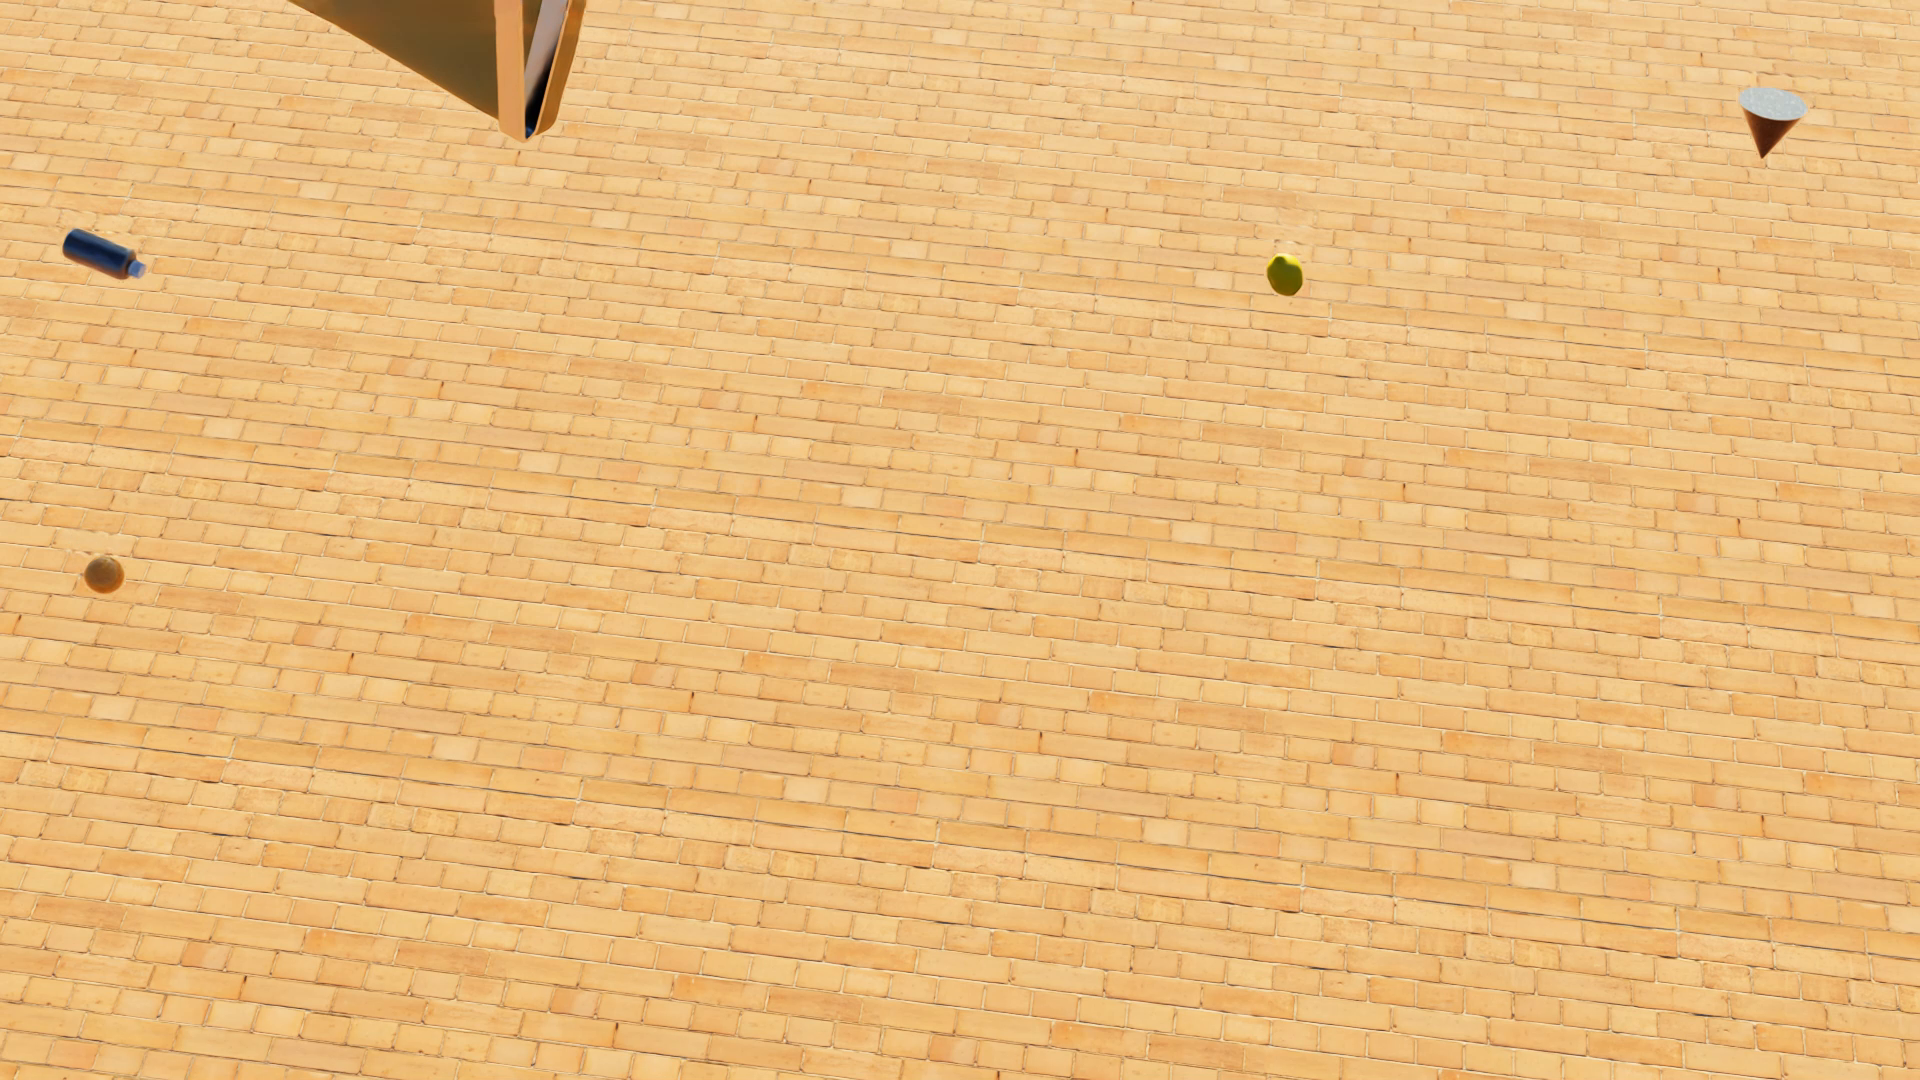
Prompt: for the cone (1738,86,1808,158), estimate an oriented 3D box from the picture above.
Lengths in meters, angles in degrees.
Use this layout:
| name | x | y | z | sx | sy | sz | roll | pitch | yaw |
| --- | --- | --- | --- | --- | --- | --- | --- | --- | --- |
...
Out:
| name | x | y | z | sx | sy | sz | roll | pitch | yaw |
| --- | --- | --- | --- | --- | --- | --- | --- | --- | --- |
| cone | 1.213 | -0.614 | 3.306 | 0.094 | 0.093 | 0.120 | -4 | 35 | -3 |
